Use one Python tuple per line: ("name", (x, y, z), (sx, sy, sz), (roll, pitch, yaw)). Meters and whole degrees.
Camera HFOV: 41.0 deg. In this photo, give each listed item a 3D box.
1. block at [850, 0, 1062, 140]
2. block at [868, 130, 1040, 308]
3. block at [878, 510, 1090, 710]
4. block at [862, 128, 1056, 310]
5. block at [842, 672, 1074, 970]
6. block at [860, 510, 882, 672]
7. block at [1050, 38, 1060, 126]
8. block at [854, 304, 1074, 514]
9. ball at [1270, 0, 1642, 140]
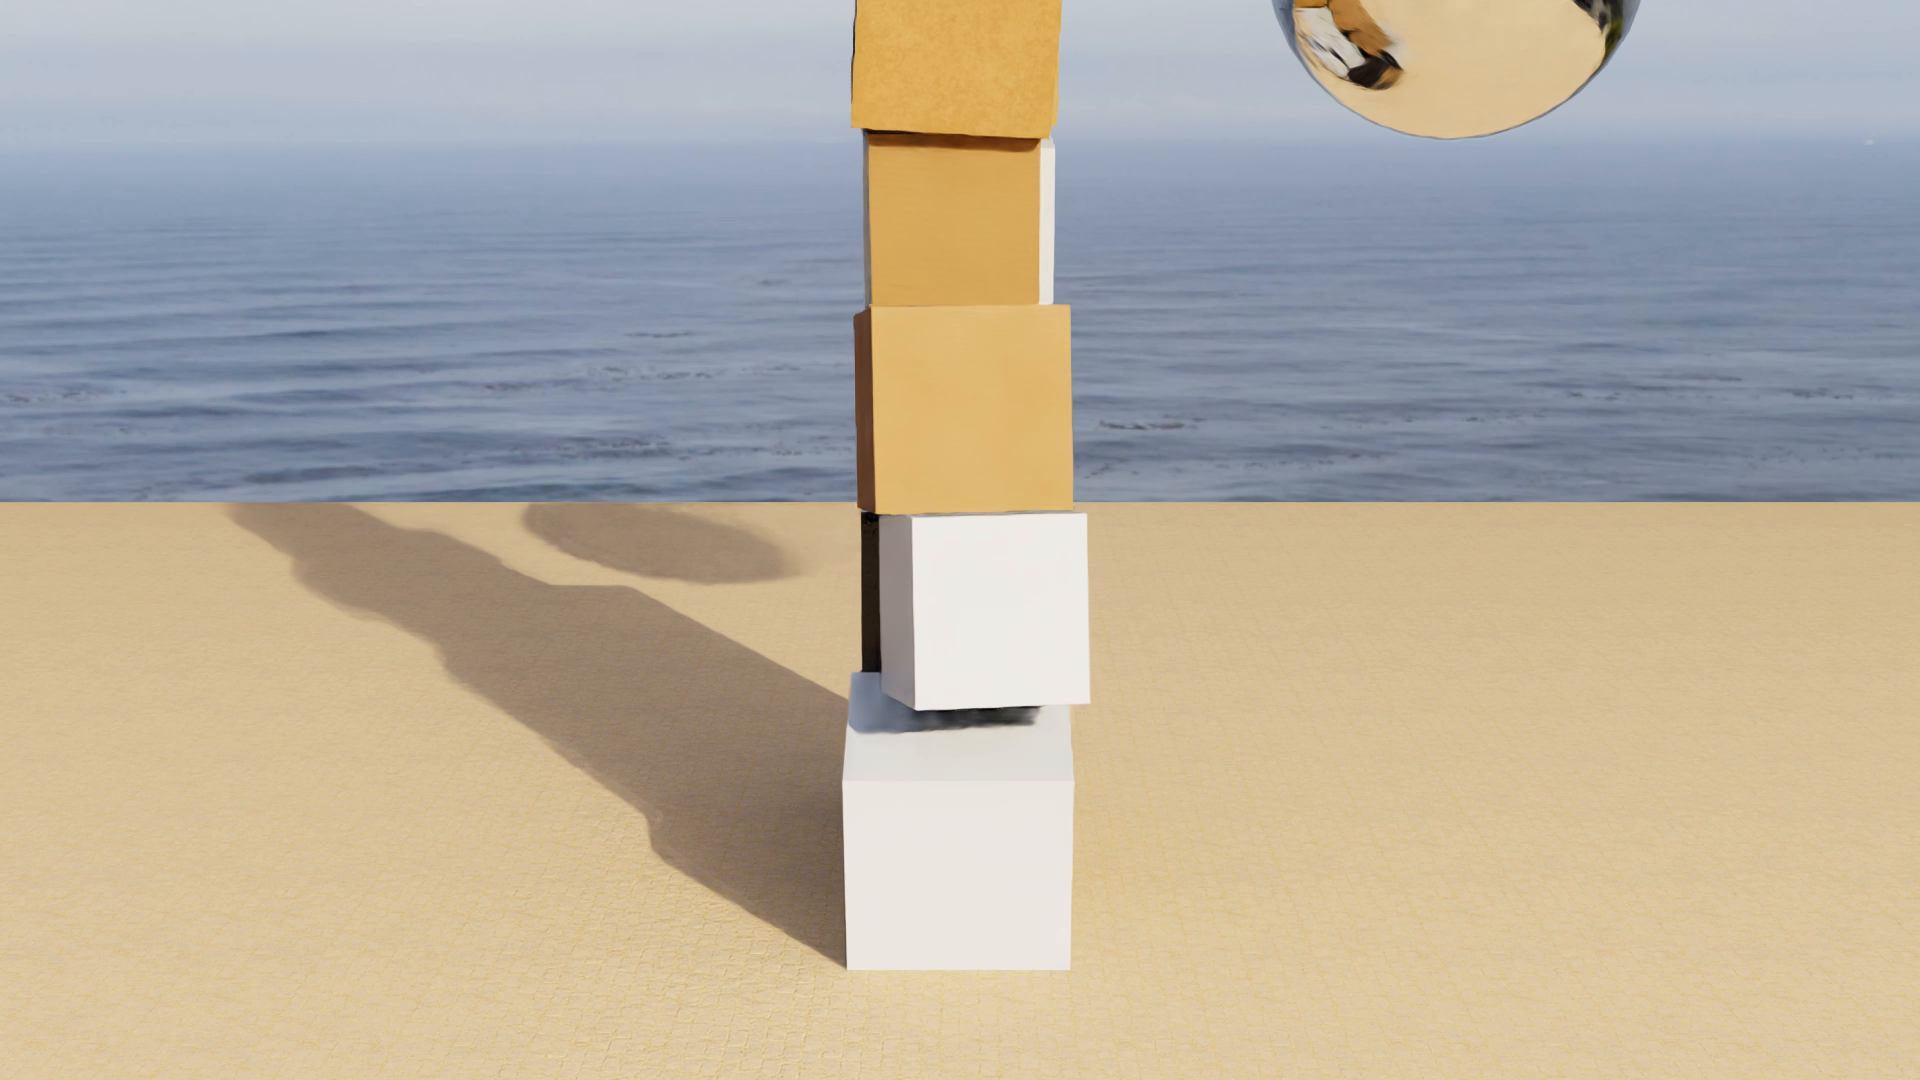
("block", (-0.025, -2.043, 10.014), (0.765, 0.657, 0.791), (3, 31, -4))
("block", (-0.025, -1.387, 10.387), (0.669, 0.728, 0.627), (-1, 26, -1))
("block", (0.083, 0.253, 10.015), (0.676, 0.724, 0.702), (-2, 3, -12))
("block", (-0.017, -1.419, 11.128), (0.802, 0.738, 0.713), (-1, 23, -2))
("block", (-0.005, 1.125, 10.357), (0.883, 0.880, 0.844), (0, 26, 0))
("block", (0.001, 0.167, 11.144), (0.826, 0.723, 0.835), (0, 10, 0))
("block", (-0.016, -2.162, 10.920), (0.824, 0.677, 0.855), (0, 17, -2))
("block", (0.001, -0.526, 10.361), (0.776, 0.800, 0.801), (-1, 3, -7))
("ball", (2.074, -2.481, 10.729), (1.600, 1.600, 1.600), (0, 10, 0))
